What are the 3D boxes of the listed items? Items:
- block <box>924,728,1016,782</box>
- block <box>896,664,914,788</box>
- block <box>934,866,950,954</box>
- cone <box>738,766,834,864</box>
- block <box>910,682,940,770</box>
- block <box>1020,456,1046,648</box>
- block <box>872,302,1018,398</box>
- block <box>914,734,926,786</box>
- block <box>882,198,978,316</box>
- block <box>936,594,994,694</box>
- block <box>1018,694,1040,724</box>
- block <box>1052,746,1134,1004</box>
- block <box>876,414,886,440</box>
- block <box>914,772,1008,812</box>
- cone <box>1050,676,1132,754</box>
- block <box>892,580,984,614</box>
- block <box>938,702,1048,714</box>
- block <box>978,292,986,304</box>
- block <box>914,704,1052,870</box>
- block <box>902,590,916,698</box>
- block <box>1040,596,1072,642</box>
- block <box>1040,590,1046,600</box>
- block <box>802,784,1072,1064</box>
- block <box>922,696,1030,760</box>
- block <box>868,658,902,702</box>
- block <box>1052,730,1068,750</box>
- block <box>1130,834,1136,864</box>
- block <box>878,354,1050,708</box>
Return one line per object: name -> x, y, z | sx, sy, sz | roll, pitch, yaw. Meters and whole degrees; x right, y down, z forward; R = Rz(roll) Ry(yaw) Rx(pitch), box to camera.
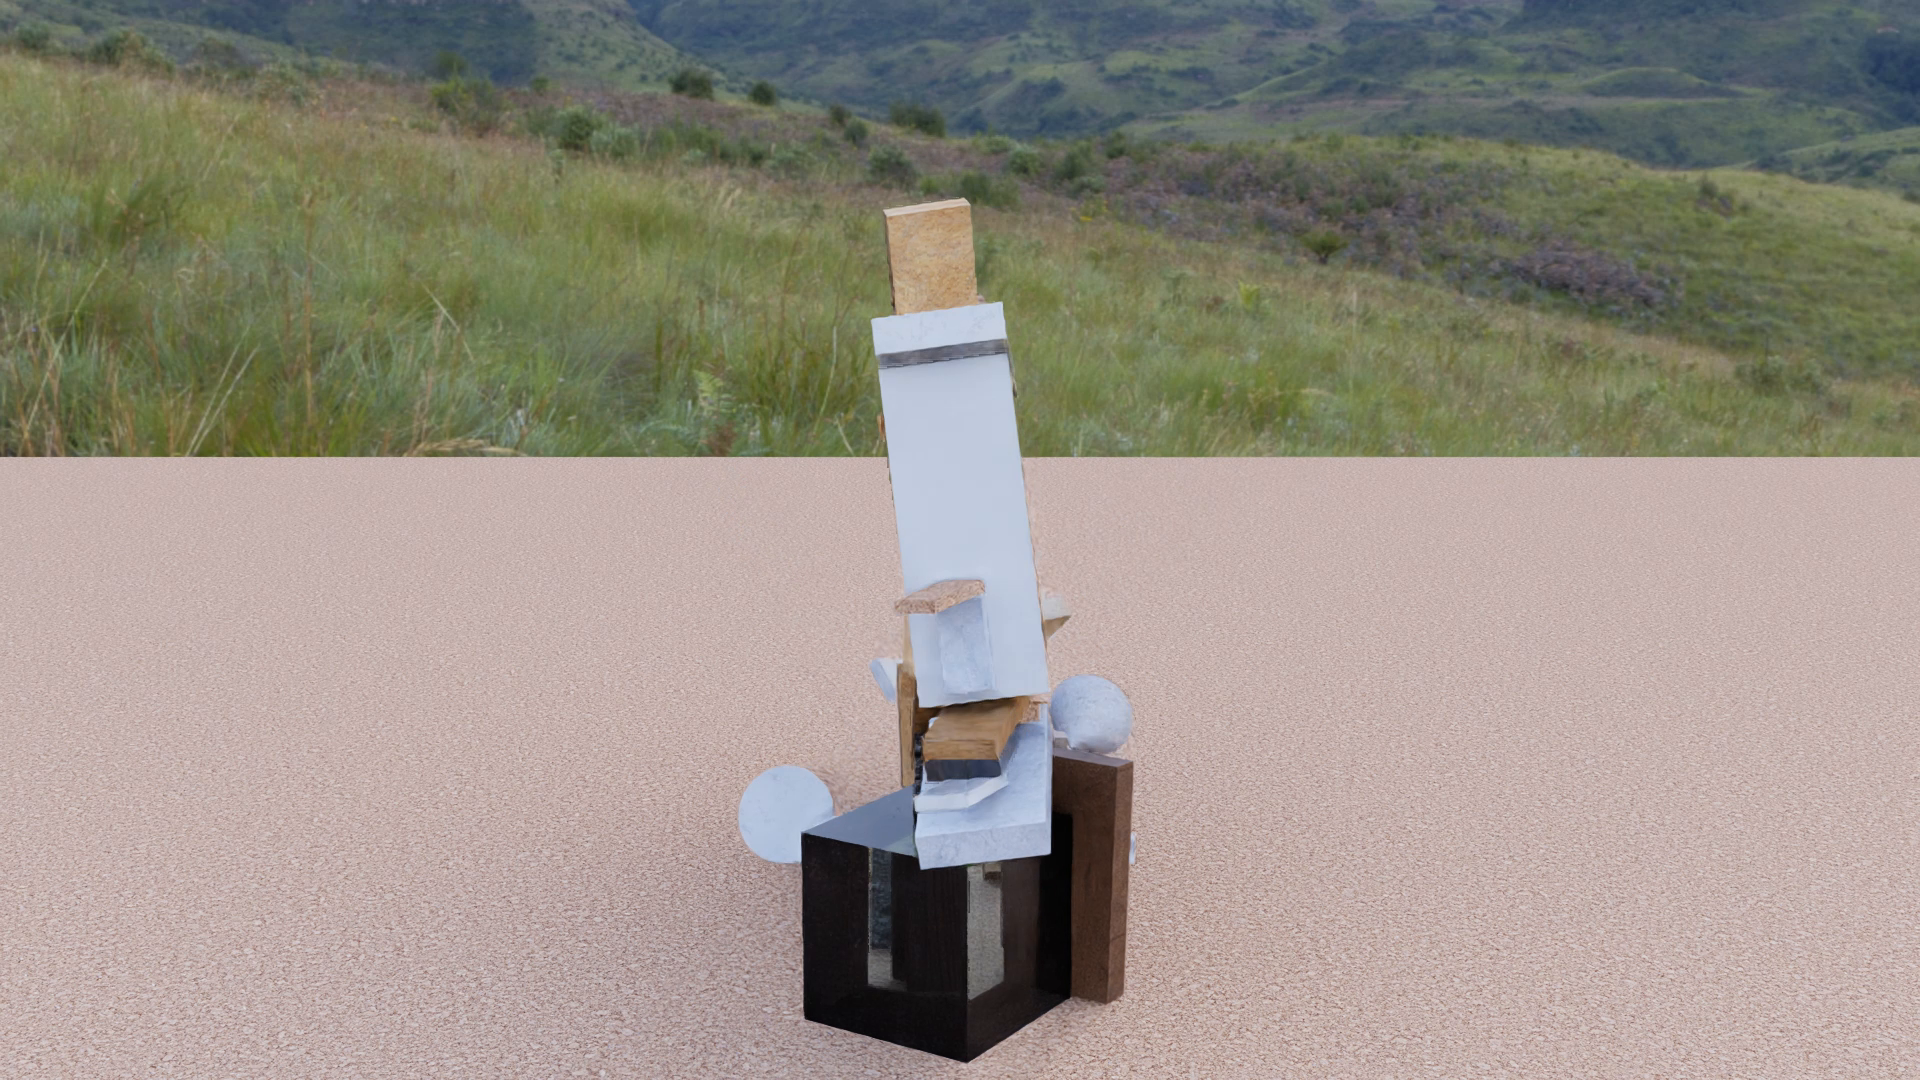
block -> 0.017, 0.295, 3.047 | 0.101, 0.029, 0.202 | -5, 6, 8
block -> -0.015, 0.390, 3.883 | 0.176, 0.353, 0.050 | -1, -26, -6
block -> 0.038, 0.484, 3.402 | 0.152, 0.304, 0.043 | -1, 5, -3
cone -> -0.293, 0.504, 3.923 | 0.171, 0.171, 0.171 | 2, -16, 8
block -> 0.001, 0.201, 3.682 | 0.143, 0.488, 0.040 | 0, 40, -6
block -> 0.012, 0.000, 3.180 | 0.180, 0.359, 0.051 | -10, -26, 6
block -> -0.017, -0.259, 3.159 | 0.180, 0.051, 0.359 | -7, -10, 3
block -> 0.004, 0.463, 3.520 | 0.152, 0.304, 0.043 | 0, -5, 0
block -> -0.042, -0.395, 3.743 | 0.141, 0.356, 0.040 | -10, 26, -9
block -> 0.006, 0.143, 3.002 | 0.065, 0.130, 0.018 | -8, -3, 11
block -> 0.048, 0.237, 3.250 | 0.101, 0.029, 0.257 | -7, 6, -5
block -> 0.159, 0.489, 3.241 | 0.176, 0.353, 0.050 | 7, 9, 33
block -> -0.050, -0.200, 3.639 | 0.141, 0.040, 0.283 | -12, 1, 5
block -> 0.005, 0.326, 2.864 | 0.065, 0.018, 0.360 | -5, -3, 9
cone -> 0.237, 0.375, 4.310 | 0.170, 0.170, 0.170 | 3, 18, 16
block -> -0.028, 0.076, 2.947 | 0.065, 0.018, 0.130 | -3, 9, 32
block -> 0.048, 0.287, 3.518 | 0.152, 0.043, 0.304 | 1, -7, -4
block -> 0.009, -0.407, 4.130 | 0.105, 0.030, 0.211 | -10, -14, 9
block -> 0.038, 0.343, 3.106 | 0.176, 0.050, 0.353 | -8, 22, 6
block -> -0.014, 0.178, 3.930 | 0.176, 0.050, 0.353 | 1, 24, -1
block -> 0.065, 0.172, 3.415 | 0.118, 0.034, 0.237 | -10, -27, -36
block -> 0.065, 0.179, 3.562 | 0.118, 0.237, 0.034 | 1, 41, -7
block -> -0.031, 0.542, 3.165 | 0.279, 0.279, 0.279 | 7, 13, 33
block -> 0.024, 0.249, 3.030 | 0.101, 0.029, 0.202 | -3, 18, 16
block -> -0.110, 0.286, 4.426 | 0.025, 0.090, 0.179 | -38, -22, 20
block -> 0.072, 0.469, 3.347 | 0.176, 0.353, 0.050 | -1, 8, -3
block -> 0.248, 0.536, 3.695 | 0.108, 0.054, 0.015 | -19, 35, -33
block -> 0.006, -0.012, 3.048 | 0.180, 0.470, 0.051 | -7, -3, 3
